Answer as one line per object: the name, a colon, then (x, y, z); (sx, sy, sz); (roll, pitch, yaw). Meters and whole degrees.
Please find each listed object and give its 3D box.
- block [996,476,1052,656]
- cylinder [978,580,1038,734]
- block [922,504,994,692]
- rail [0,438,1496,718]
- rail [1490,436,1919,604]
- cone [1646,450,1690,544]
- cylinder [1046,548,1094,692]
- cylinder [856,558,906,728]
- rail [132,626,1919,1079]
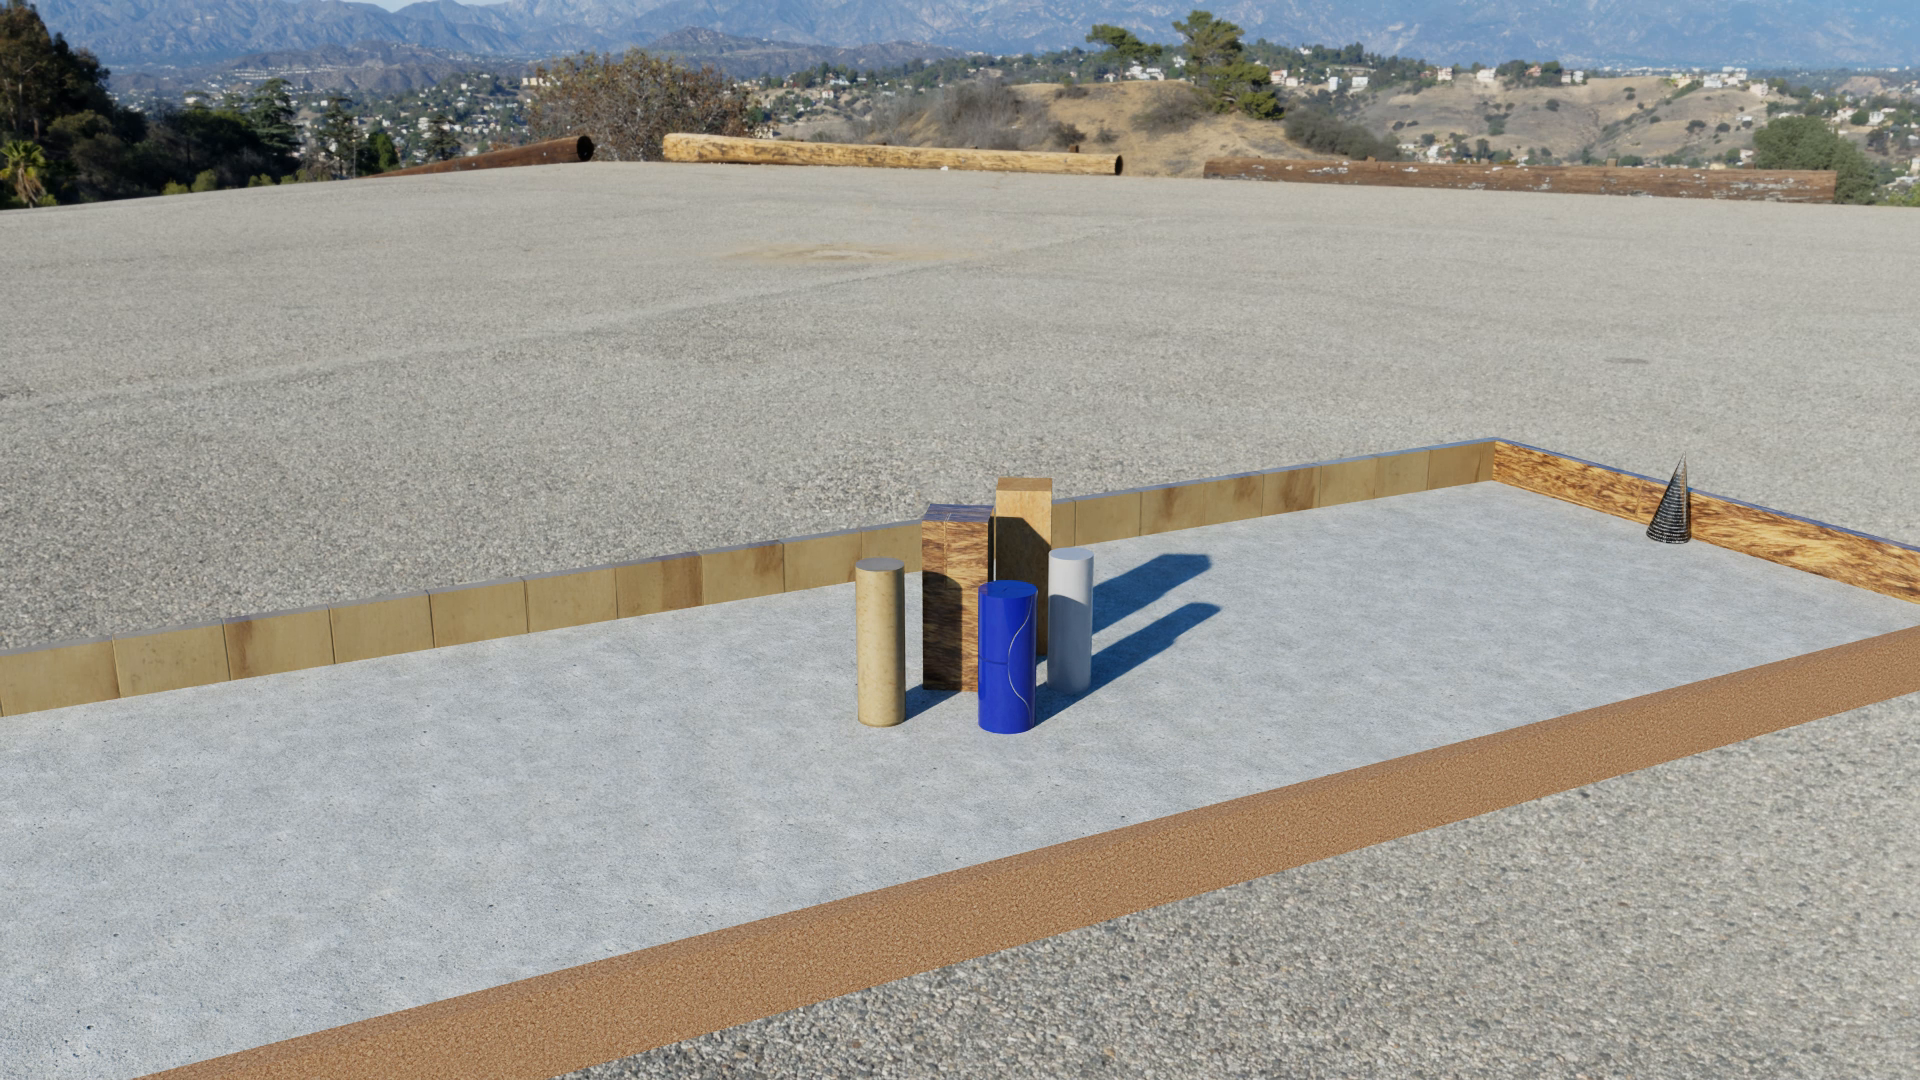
block: (0.168, 0.068, 4.334); (0.141, 0.444, 0.141); (1, 16, 4)
cylinder: (0.110, 0.272, 3.842); (0.137, 0.332, 0.137); (0, 16, 0)
block: (-0.003, 0.143, 4.098); (0.160, 0.435, 0.160); (2, 16, 6)
rail: (-3.305, 0.497, 3.399); (12.000, 0.150, 0.050); (-9, 18, -27)
rail: (2.466, -0.048, 5.253); (0.050, 0.150, 2.100); (-9, 18, -27)
cone: (2.311, -0.153, 5.318); (0.134, 0.302, 0.134); (2, 21, -1)
cylinder: (0.272, 0.198, 4.074); (0.110, 0.342, 0.110); (0, 16, 0)
cylinder: (-0.185, 0.240, 3.861); (0.115, 0.382, 0.115); (0, 16, 0)
rail: (-2.336, 1.006, 1.665); (12.000, 0.150, 0.050); (-9, 18, -27)
